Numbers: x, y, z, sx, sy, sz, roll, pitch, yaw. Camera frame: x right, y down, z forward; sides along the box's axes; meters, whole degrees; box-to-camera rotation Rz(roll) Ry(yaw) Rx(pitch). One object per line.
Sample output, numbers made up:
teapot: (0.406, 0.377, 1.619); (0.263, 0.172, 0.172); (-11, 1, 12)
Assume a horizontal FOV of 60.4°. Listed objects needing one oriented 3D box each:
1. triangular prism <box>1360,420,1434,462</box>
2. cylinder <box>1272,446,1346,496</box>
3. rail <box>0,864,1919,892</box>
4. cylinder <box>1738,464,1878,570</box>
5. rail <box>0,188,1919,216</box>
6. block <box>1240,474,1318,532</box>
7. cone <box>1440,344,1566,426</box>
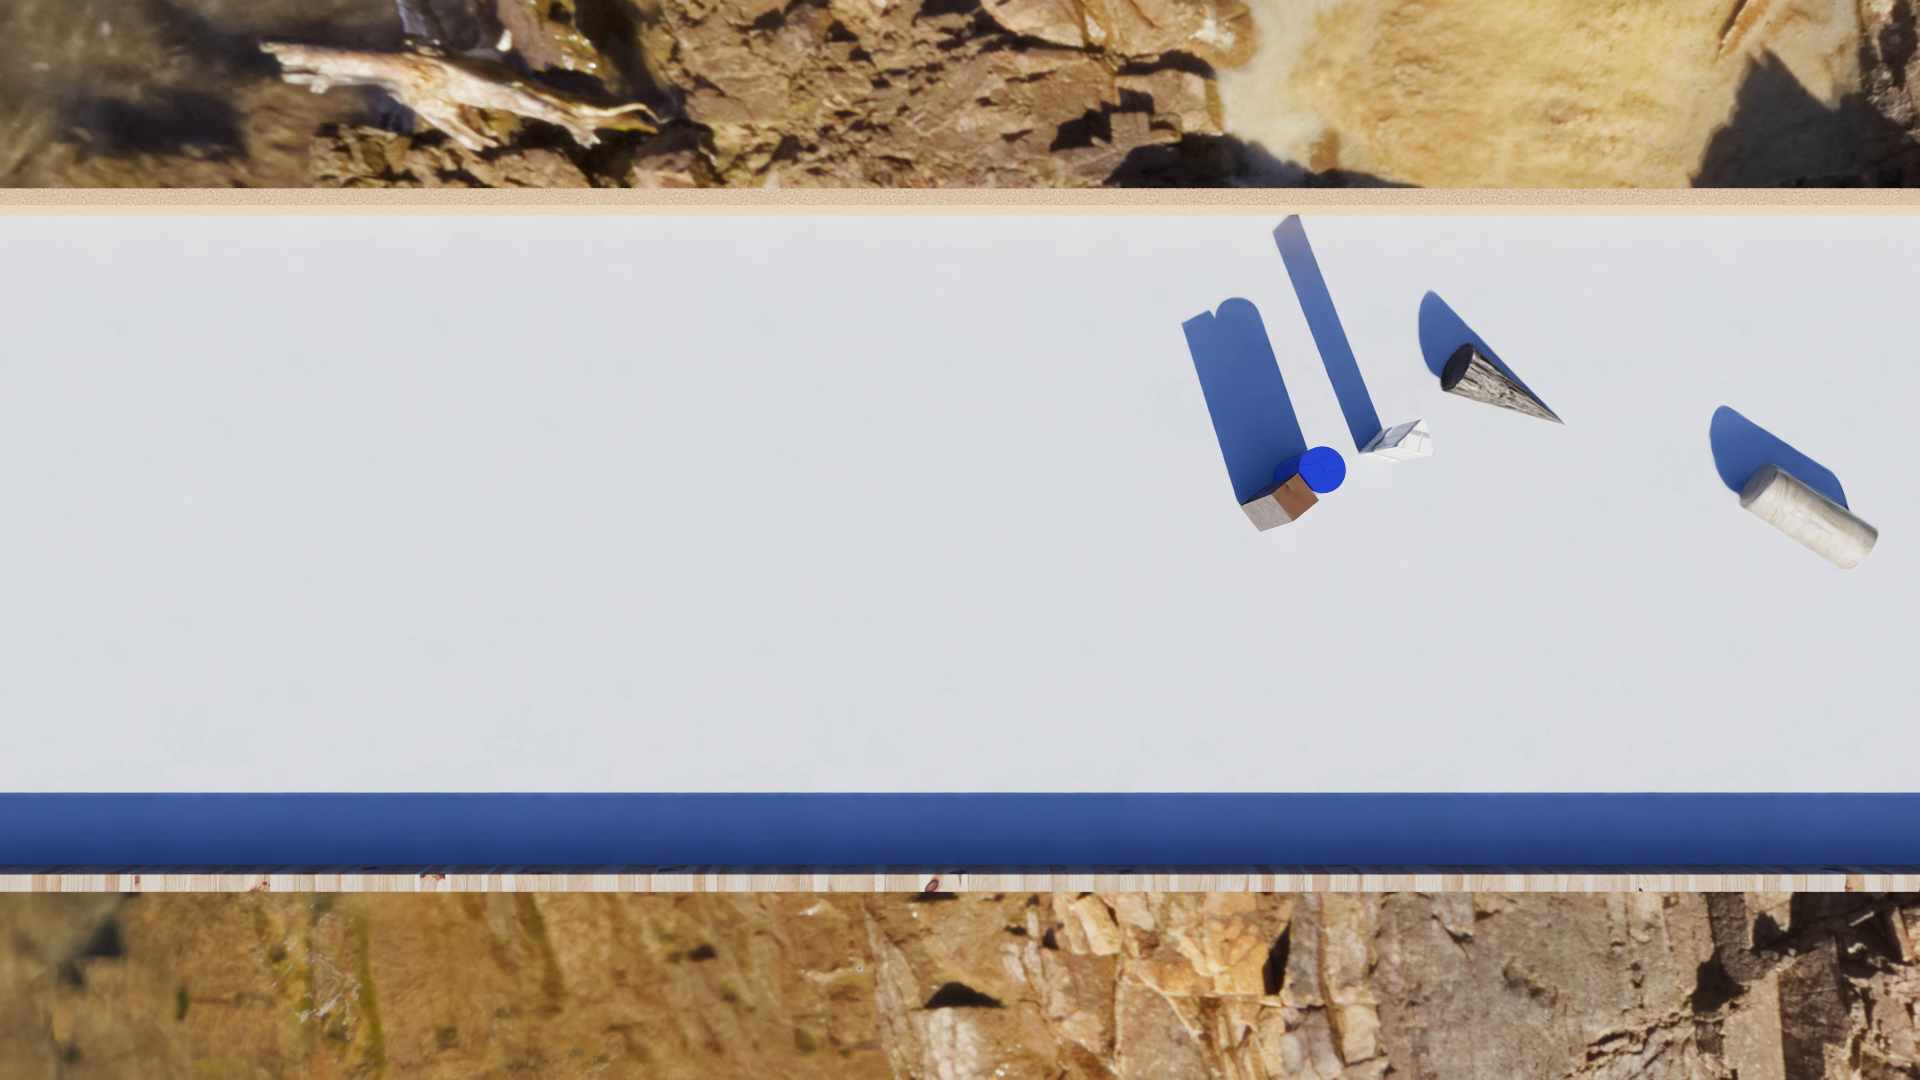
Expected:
triangular prism: (1.288, -0.295, 4.849); (0.104, 0.455, 0.090); (14, 90, 0)
cylinder: (1.038, -0.195, 4.913); (0.137, 0.318, 0.137); (0, 87, -3)
rail: (-2.247, 1.025, 5.001); (12.000, 0.150, 0.050); (0, 90, 0)
cylinder: (2.569, -0.070, 4.999); (0.364, 0.155, 0.155); (32, 90, 0)
rail: (-2.247, -1.025, 5.002); (12.000, 0.150, 0.050); (0, 90, 0)
block: (0.945, -0.108, 4.897); (0.100, 0.349, 0.100); (-38, 90, -7)
cone: (1.685, -0.437, 5.037); (0.408, 0.160, 0.160); (25, 90, -11)
